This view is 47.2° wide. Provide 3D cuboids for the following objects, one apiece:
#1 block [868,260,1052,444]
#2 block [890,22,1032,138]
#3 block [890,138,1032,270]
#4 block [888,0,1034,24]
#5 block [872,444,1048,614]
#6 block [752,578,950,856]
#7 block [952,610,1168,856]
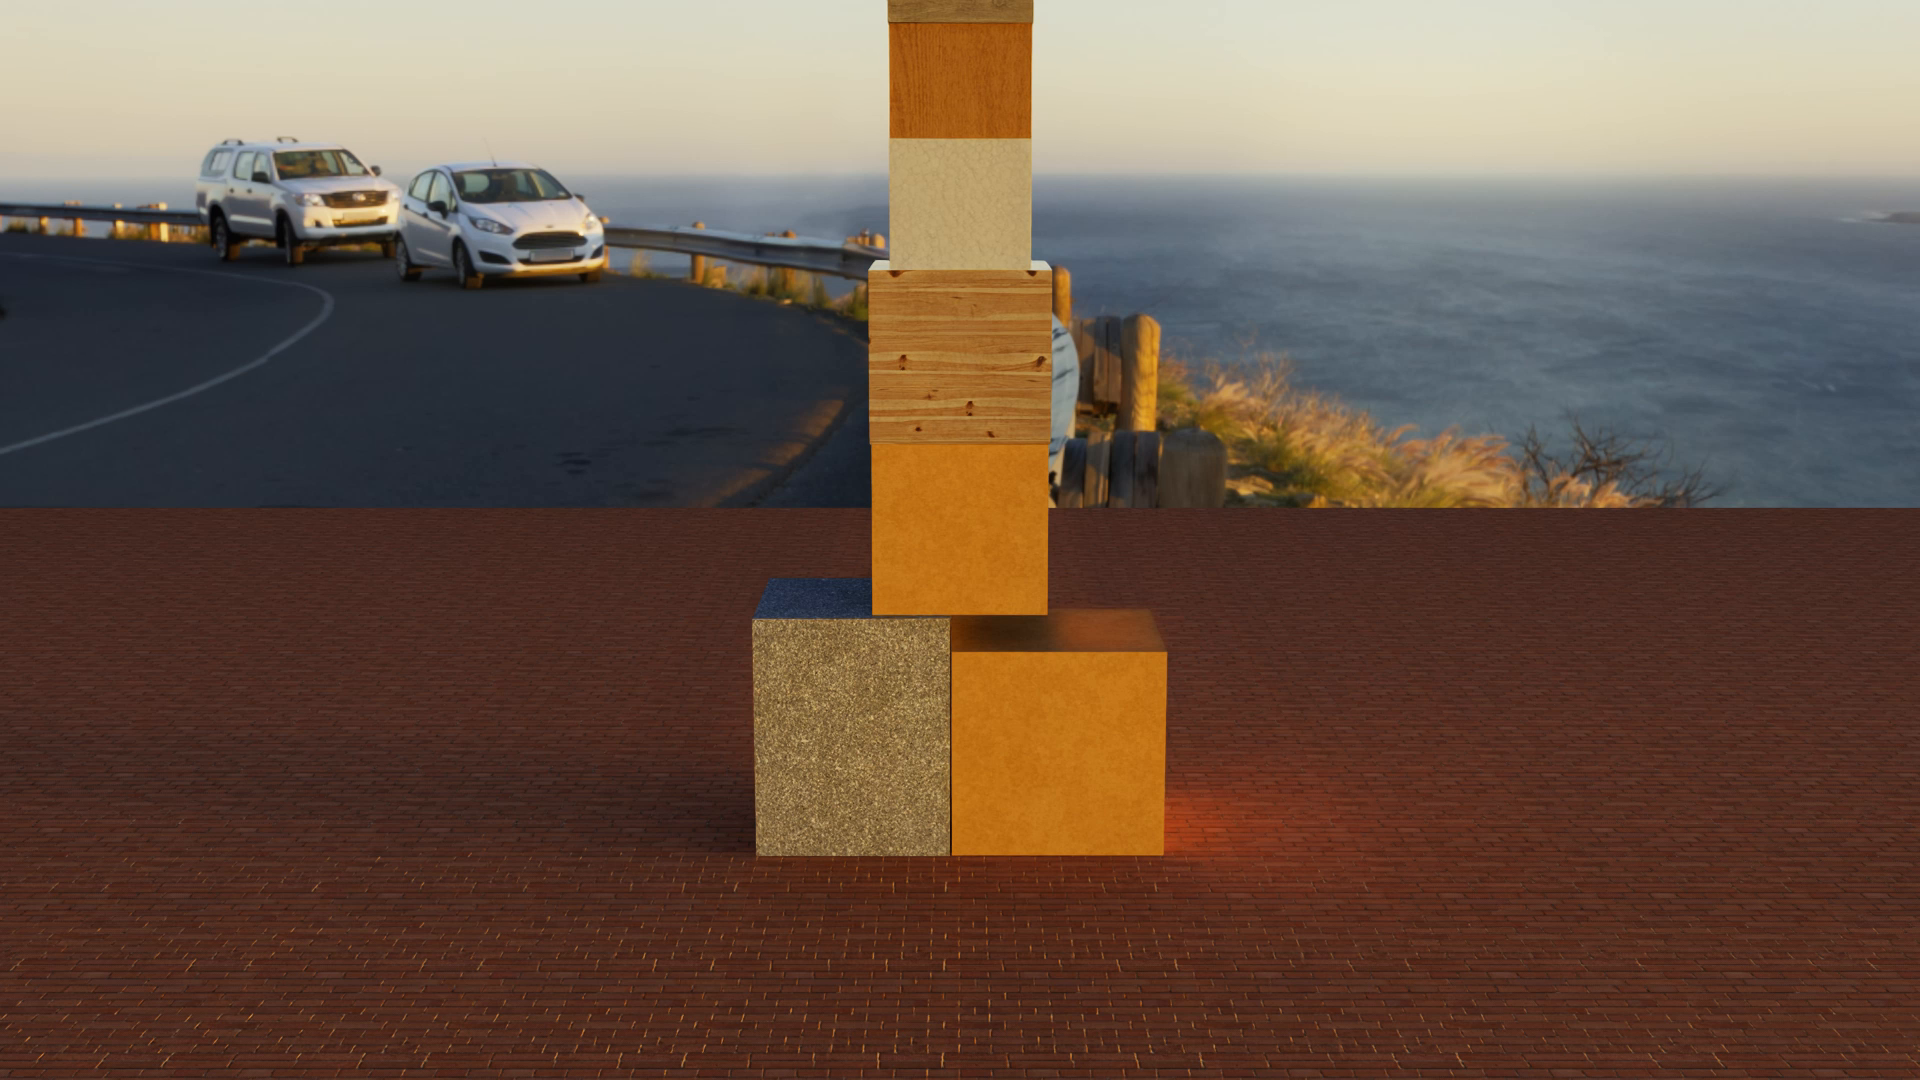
[{"bbox_3d":[0.001,-0.955,11.017,0.880,0.839,0.871,0,10,0],"label":"block"},{"bbox_3d":[0.003,-2.241,10.775,0.677,0.539,0.652,0,10,0],"label":"block"},{"bbox_3d":[0.002,-1.672,10.885,0.680,0.620,0.710,0,10,0],"label":"block"},{"bbox_3d":[0.004,-2.798,10.659,0.689,0.599,0.683,0,10,0],"label":"block"},{"bbox_3d":[0.000,-0.126,11.163,0.860,0.844,0.877,0,10,0],"label":"block"},{"bbox_3d":[-0.531,0.886,11.322,0.964,1.205,1.015,0,10,0],"label":"block"},{"bbox_3d":[0.487,0.968,11.341,1.053,1.037,1.001,0,10,0],"label":"block"}]
